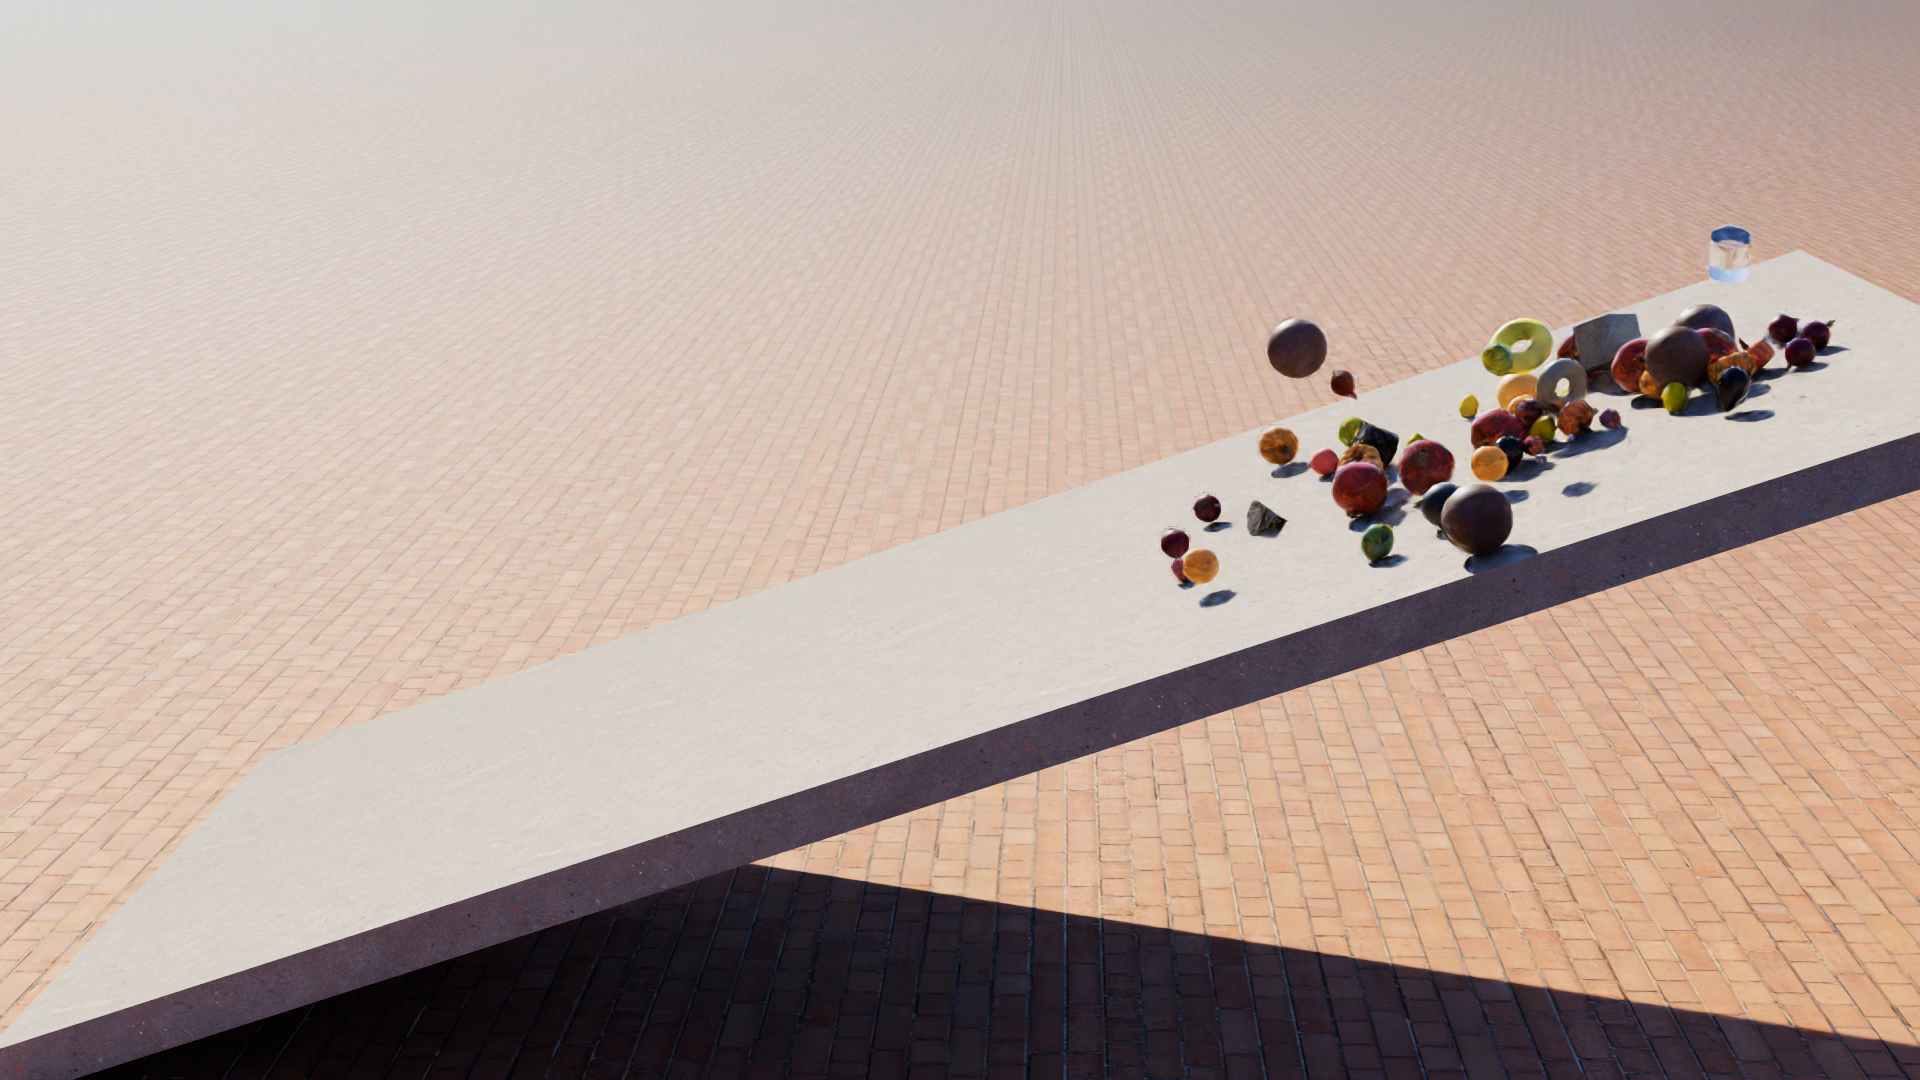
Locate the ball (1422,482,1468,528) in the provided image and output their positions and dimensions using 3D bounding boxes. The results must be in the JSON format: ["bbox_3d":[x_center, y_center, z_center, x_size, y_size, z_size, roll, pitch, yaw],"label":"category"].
[{"bbox_3d":[0.924,-0.066,5.610,0.087,0.087,0.087,0,12,0],"label":"ball"}]

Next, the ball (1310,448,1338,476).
[{"bbox_3d":[0.796,-0.171,6.419,0.060,0.060,0.060,0,12,0],"label":"ball"}]

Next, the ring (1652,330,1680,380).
[{"bbox_3d":[1.482,-0.388,6.179,0.037,0.110,0.110,-13,12,3],"label":"ring"}]

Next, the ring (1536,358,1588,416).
[{"bbox_3d":[1.228,-0.312,5.999,0.120,0.120,0.040,-5,19,-24],"label":"ring"}]

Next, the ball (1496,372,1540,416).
[{"bbox_3d":[1.204,-0.315,6.323,0.098,0.098,0.098,0,12,0],"label":"ball"}]

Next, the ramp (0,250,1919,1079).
[{"bbox_3d":[0.108,0.180,6.304,4.000,0.100,2.000,-18,11,6],"label":"ramp"}]

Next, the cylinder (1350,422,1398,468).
[{"bbox_3d":[0.886,-0.204,6.290,0.077,0.077,0.077,21,9,-9],"label":"cylinder"}]

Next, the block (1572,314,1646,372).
[{"bbox_3d":[1.399,-0.425,6.343,0.098,0.098,0.098,-3,-12,-37],"label":"block"}]

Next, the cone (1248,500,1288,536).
[{"bbox_3d":[0.646,-0.043,6.117,0.074,0.074,0.074,6,10,-17],"label":"cone"}]

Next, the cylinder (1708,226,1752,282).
[{"bbox_3d":[1.674,-0.620,6.398,0.088,0.088,0.088,-4,37,3],"label":"cylinder"}]

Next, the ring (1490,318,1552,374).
[{"bbox_3d":[1.157,-0.400,6.069,0.132,0.132,0.044,8,-28,33],"label":"ring"}]
